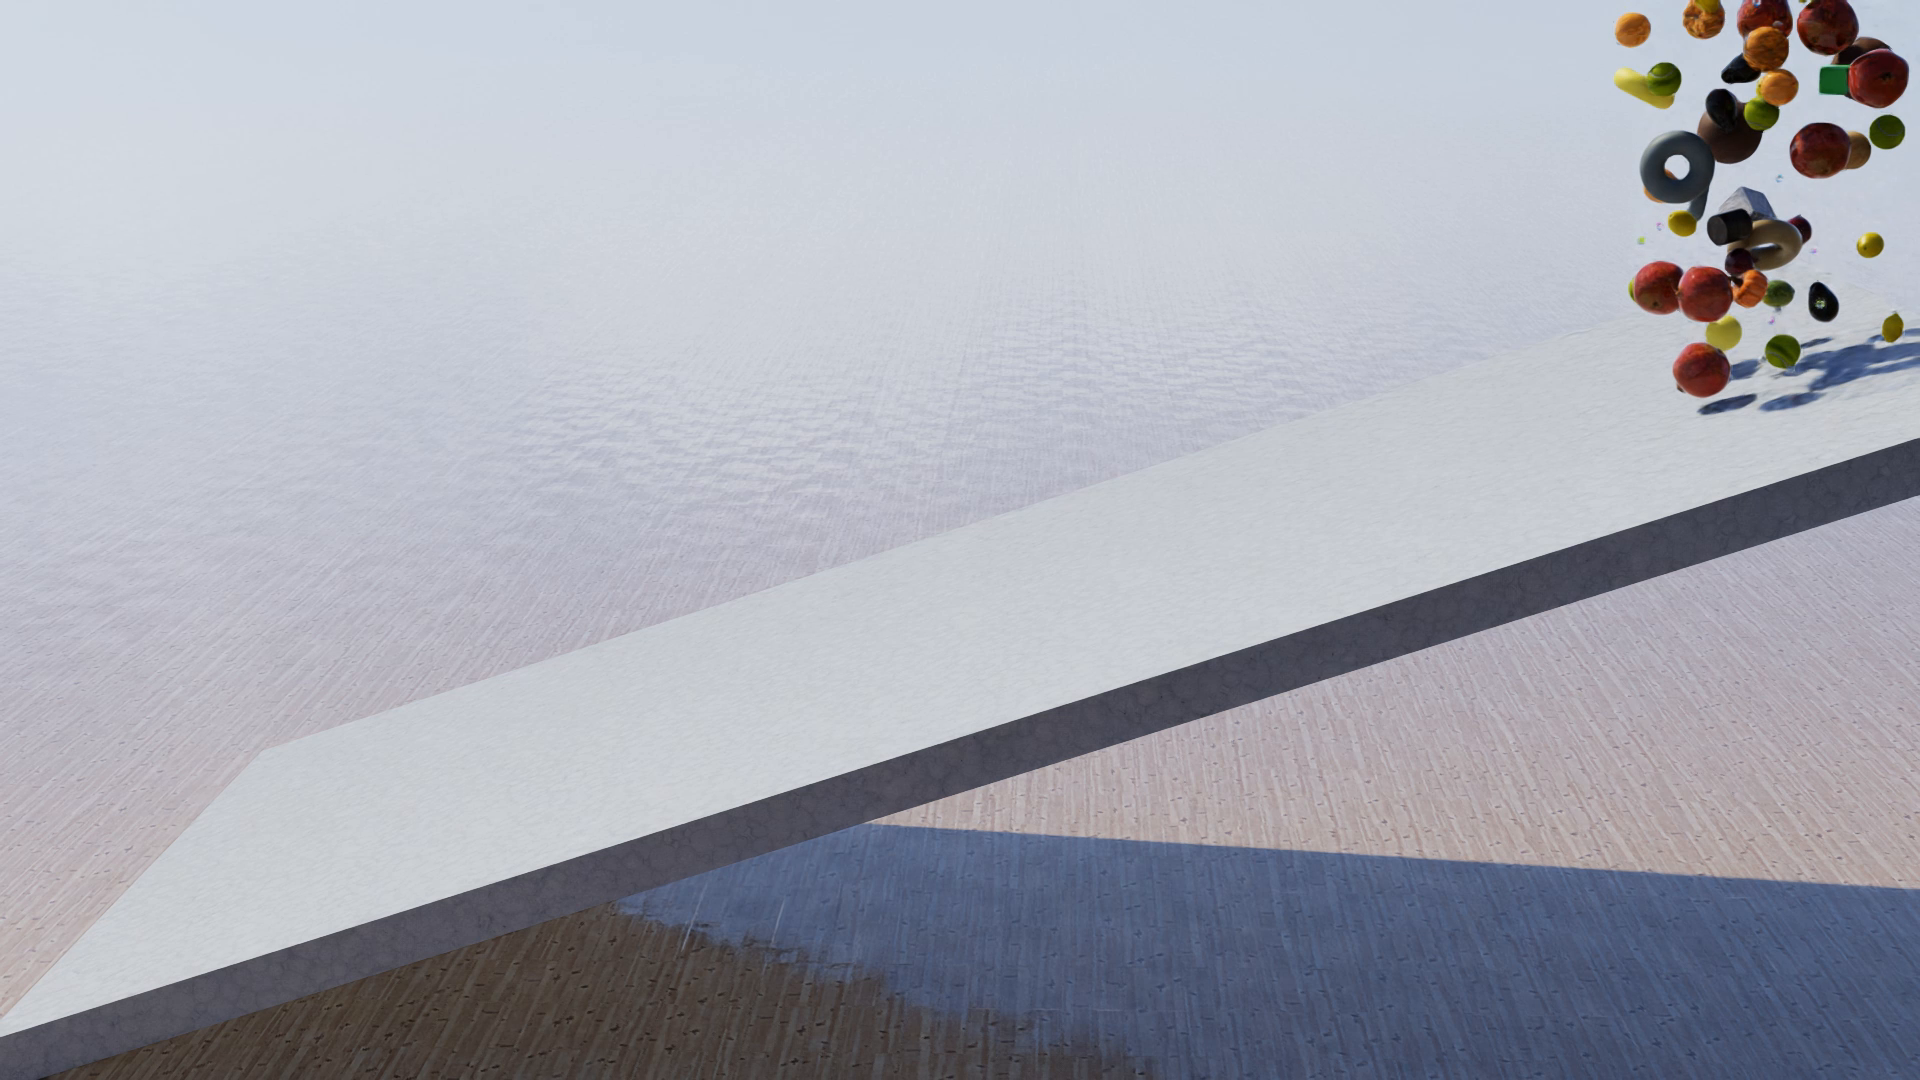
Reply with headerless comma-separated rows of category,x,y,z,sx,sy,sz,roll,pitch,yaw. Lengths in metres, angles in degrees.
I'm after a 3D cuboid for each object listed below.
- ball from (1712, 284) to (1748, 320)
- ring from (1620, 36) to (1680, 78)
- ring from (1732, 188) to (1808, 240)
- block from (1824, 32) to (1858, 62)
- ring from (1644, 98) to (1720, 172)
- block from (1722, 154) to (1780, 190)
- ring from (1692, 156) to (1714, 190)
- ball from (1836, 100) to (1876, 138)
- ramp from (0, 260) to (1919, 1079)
ball,1.616,-0.499,6.173,0.075,0.075,0.075,0,12,0
ring,1.443,-1.010,6.157,0.137,0.046,0.137,26,15,-7
ring,1.640,-0.661,5.955,0.148,0.049,0.148,0,-29,0
block,1.735,-0.971,5.793,0.051,0.051,0.051,7,18,27
ring,1.454,-0.815,5.928,0.149,0.149,0.050,2,12,8
block,1.606,-0.726,5.974,0.070,0.070,0.070,11,48,-33
ring,1.548,-0.774,6.129,0.031,0.092,0.092,11,13,8
ball,1.797,-0.845,5.902,0.077,0.077,0.077,0,12,0
ramp,0.104,0.181,6.307,4.000,0.100,2.000,-18,11,6
